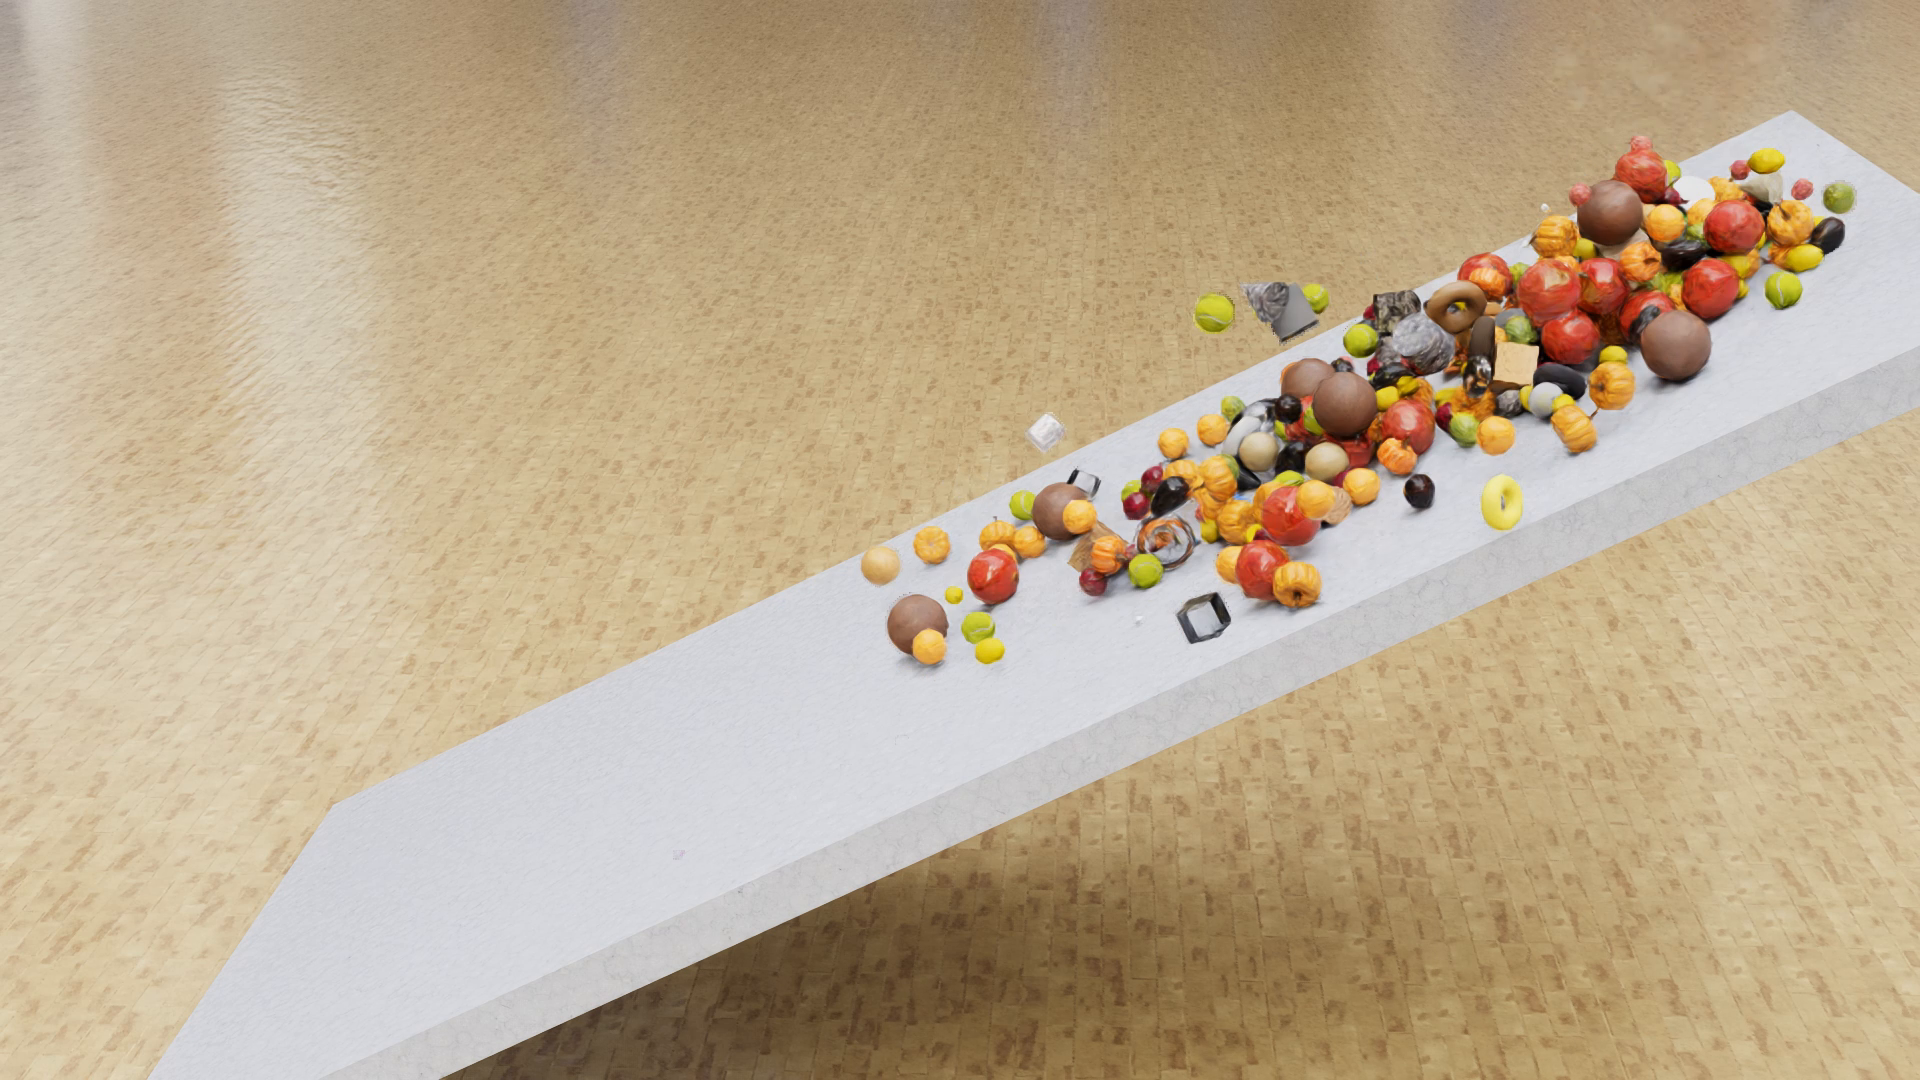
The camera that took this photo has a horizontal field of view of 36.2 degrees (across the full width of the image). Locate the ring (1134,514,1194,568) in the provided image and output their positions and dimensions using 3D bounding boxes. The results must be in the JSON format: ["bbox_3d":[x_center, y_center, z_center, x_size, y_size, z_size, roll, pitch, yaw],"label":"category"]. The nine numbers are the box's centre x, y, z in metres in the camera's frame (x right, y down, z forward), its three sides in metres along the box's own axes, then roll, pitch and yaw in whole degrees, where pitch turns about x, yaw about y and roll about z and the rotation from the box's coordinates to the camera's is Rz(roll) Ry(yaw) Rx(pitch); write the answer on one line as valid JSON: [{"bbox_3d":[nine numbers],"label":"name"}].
[{"bbox_3d":[0.409,0.001,5.894,0.123,0.123,0.041,0,36,0],"label":"ring"}]

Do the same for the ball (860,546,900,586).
[{"bbox_3d":[-0.181,0.058,6.714,0.091,0.091,0.091,0,17,0],"label":"ball"}]

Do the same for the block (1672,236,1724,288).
[{"bbox_3d":[1.489,-0.561,5.936,0.064,0.064,0.064,-35,60,-29],"label":"block"}]

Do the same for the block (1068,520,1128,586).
[{"bbox_3d":[0.284,0.027,6.057,0.080,0.080,0.080,37,33,-5],"label":"block"}]

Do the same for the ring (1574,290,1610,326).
[{"bbox_3d":[1.251,-0.458,5.824,0.080,0.080,0.027,-9,41,-29],"label":"ring"}]

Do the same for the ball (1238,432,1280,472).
[{"bbox_3d":[0.625,-0.184,6.142,0.085,0.085,0.085,0,17,0],"label":"ball"}]

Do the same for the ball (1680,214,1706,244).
[{"bbox_3d":[1.501,-0.635,6.084,0.078,0.078,0.078,0,17,0],"label":"ball"}]

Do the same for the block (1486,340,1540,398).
[{"bbox_3d":[1.085,-0.335,5.775,0.080,0.080,0.080,9,-14,2],"label":"block"}]

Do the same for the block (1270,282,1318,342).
[{"bbox_3d":[0.720,-0.497,6.429,0.094,0.094,0.094,-29,-5,7],"label":"block"}]

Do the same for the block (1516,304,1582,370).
[{"bbox_3d":[1.187,-0.408,5.924,0.085,0.085,0.085,-28,9,32],"label":"block"}]

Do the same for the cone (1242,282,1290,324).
[{"bbox_3d":[0.637,-0.528,6.301,0.097,0.097,0.097,-14,35,-38],"label":"cone"}]

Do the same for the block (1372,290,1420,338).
[{"bbox_3d":[0.972,-0.497,6.533,0.089,0.089,0.089,-5,-11,19],"label":"block"}]

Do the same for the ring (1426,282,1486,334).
[{"bbox_3d":[1.010,-0.473,5.983,0.127,0.127,0.042,-3,45,-9],"label":"ring"}]

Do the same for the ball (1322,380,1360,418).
[{"bbox_3d":[0.816,-0.303,6.297,0.084,0.084,0.084,0,17,0],"label":"ball"}]

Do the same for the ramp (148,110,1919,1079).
[{"bbox_3d":[0.139,0.168,6.281,4.000,0.100,2.000,-25,14,10],"label":"ramp"}]

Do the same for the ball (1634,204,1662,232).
[{"bbox_3d":[1.390,-0.652,5.941,0.055,0.055,0.055,0,17,0],"label":"ball"}]

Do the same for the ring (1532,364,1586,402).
[{"bbox_3d":[1.149,-0.301,5.640,0.104,0.035,0.104,18,-23,8],"label":"ring"}]

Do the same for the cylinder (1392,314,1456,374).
[{"bbox_3d":[0.926,-0.392,5.872,0.092,0.092,0.092,18,-8,45],"label":"cylinder"}]

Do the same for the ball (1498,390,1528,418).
[{"bbox_3d":[1.077,-0.266,5.730,0.054,0.054,0.054,0,17,0],"label":"ball"}]

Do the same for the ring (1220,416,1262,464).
[{"bbox_3d":[0.599,-0.207,6.268,0.042,0.125,0.125,32,29,20],"label":"ring"}]

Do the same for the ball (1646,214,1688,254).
[{"bbox_3d":[1.441,-0.624,5.991,0.082,0.082,0.082,0,17,0],"label":"ball"}]

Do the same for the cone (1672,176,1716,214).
[{"bbox_3d":[1.509,-0.692,6.097,0.089,0.089,0.089,-2,-27,-5],"label":"cone"}]

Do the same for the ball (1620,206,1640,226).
[{"bbox_3d":[1.477,-0.674,6.361,0.096,0.096,0.096,0,17,0],"label":"ball"}]

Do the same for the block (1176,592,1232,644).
[{"bbox_3d":[0.449,0.144,5.420,0.064,0.064,0.064,-18,17,36],"label":"block"}]

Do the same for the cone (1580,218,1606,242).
[{"bbox_3d":[1.291,-0.639,5.990,0.054,0.054,0.054,4,25,14],"label":"cone"}]

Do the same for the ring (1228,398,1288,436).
[{"bbox_3d":[0.652,-0.257,6.419,0.146,0.146,0.049,-12,62,-34],"label":"ring"}]

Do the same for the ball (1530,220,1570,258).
[{"bbox_3d":[1.217,-0.620,6.058,0.081,0.081,0.081,0,17,0],"label":"ball"}]

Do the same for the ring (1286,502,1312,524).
[{"bbox_3d":[0.678,-0.055,5.787,0.079,0.026,0.079,-25,13,6],"label":"ring"}]

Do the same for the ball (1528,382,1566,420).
[{"bbox_3d":[1.119,-0.266,5.612,0.070,0.070,0.070,0,17,0],"label":"ball"}]

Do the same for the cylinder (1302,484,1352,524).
[{"bbox_3d":[0.709,-0.070,5.683,0.071,0.071,0.071,-6,7,-18],"label":"cylinder"}]

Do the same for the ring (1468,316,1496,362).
[{"bbox_3d":[1.022,-0.379,5.761,0.040,0.120,0.120,10,19,16],"label":"ring"}]

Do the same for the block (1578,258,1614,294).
[{"bbox_3d":[1.313,-0.540,6.017,0.058,0.058,0.058,37,-10,-2],"label":"block"}]

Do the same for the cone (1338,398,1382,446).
[{"bbox_3d":[0.812,-0.229,6.130,0.096,0.096,0.096,32,-6,4],"label":"cone"}]

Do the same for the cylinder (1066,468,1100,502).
[{"bbox_3d":[0.280,-0.126,6.689,0.057,0.057,0.057,28,5,-24],"label":"cylinder"}]

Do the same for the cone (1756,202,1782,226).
[{"bbox_3d":[1.626,-0.662,5.873,0.054,0.054,0.054,-33,33,-31],"label":"cone"}]

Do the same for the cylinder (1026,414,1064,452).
[{"bbox_3d":[0.191,-0.240,6.586,0.062,0.062,0.062,-44,30,-10],"label":"cylinder"}]

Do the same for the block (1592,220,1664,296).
[{"bbox_3d":[1.330,-0.563,5.858,0.091,0.091,0.091,-28,30,7],"label":"block"}]

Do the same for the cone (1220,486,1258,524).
[{"bbox_3d":[0.574,-0.071,6.027,0.078,0.078,0.078,2,17,7],"label":"cone"}]

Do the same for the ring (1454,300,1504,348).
[{"bbox_3d":[1.088,-0.450,6.151,0.117,0.117,0.039,-4,39,-13],"label":"ring"}]

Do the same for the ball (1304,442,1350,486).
[{"bbox_3d":[0.724,-0.149,5.803,0.088,0.088,0.088,0,17,0],"label":"ball"}]

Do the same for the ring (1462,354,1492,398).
[{"bbox_3d":[0.999,-0.316,5.682,0.029,0.088,0.088,11,14,-15],"label":"ring"}]

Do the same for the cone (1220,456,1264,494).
[{"bbox_3d":[0.603,-0.124,6.156,0.085,0.085,0.085,22,26,37],"label":"cone"}]

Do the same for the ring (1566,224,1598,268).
[{"bbox_3d":[1.352,-0.628,6.340,0.044,0.133,0.133,-45,31,-10],"label":"ring"}]

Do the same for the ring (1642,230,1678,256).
[{"bbox_3d":[1.487,-0.628,6.189,0.149,0.050,0.149,-1,14,0],"label":"ring"}]

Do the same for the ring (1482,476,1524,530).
[{"bbox_3d":[0.938,-0.064,5.089,0.098,0.098,0.033,-15,21,-41],"label":"ring"}]

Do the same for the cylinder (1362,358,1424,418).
[{"bbox_3d":[0.898,-0.315,6.108,0.092,0.092,0.092,36,6,-4],"label":"cylinder"}]

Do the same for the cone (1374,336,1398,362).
[{"bbox_3d":[0.917,-0.423,6.352,0.059,0.059,0.059,7,-16,23],"label":"cone"}]
